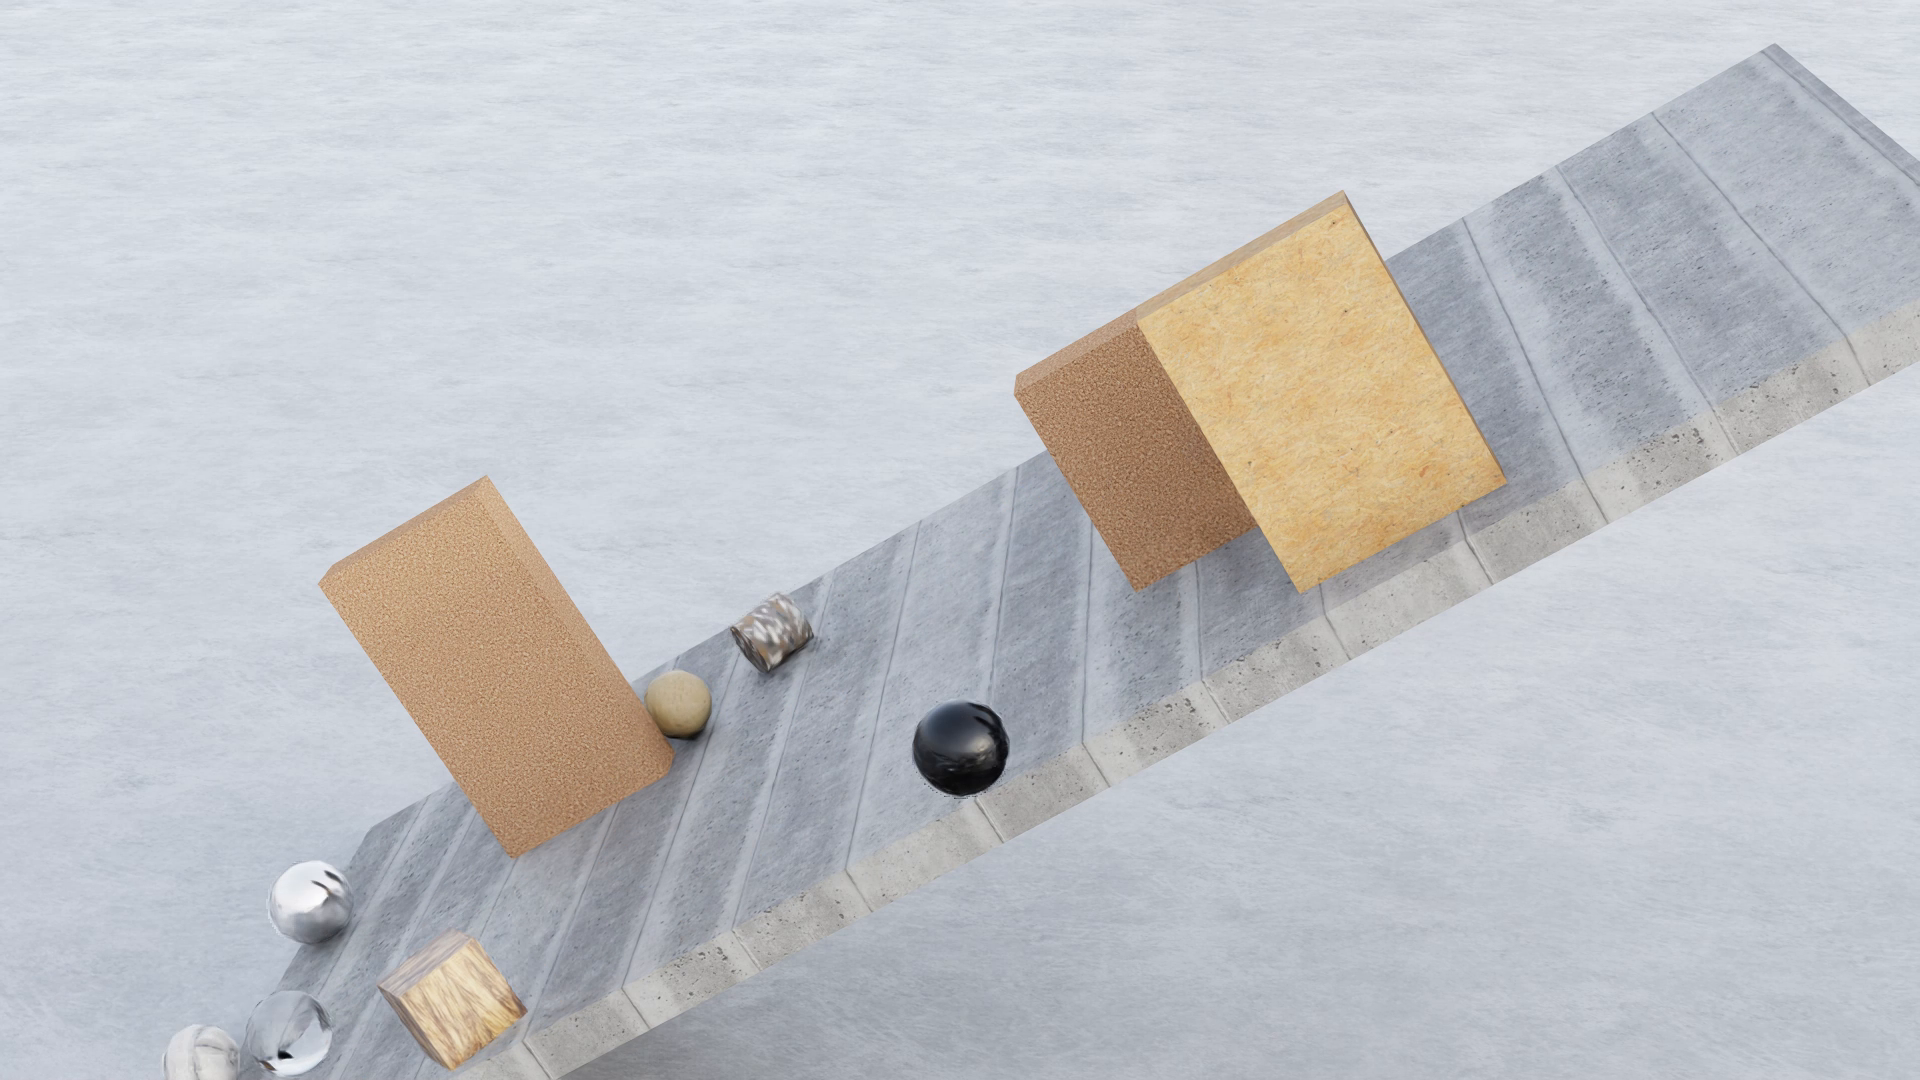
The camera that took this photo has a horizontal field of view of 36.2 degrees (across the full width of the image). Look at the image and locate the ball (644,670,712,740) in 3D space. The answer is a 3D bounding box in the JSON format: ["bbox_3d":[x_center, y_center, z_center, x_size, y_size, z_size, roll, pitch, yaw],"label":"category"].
[{"bbox_3d":[-0.645,0.377,6.718,0.157,0.157,0.157,0,19,0],"label":"ball"}]

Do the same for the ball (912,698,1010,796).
[{"bbox_3d":[0.002,0.376,5.350,0.178,0.178,0.178,0,19,0],"label":"ball"}]

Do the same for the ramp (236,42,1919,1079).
[{"bbox_3d":[0.142,0.168,6.287,4.000,0.100,2.000,-29,15,12],"label":"ramp"}]

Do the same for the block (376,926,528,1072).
[{"bbox_3d":[-0.988,0.889,5.710,0.182,0.182,0.182,-38,16,-20],"label":"block"}]

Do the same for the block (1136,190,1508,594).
[{"bbox_3d":[0.647,-0.262,5.273,0.422,0.590,0.111,-29,15,12],"label":"block"}]

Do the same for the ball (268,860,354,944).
[{"bbox_3d":[-1.525,0.851,6.914,0.195,0.195,0.195,0,19,0],"label":"ball"}]

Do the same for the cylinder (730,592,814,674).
[{"bbox_3d":[-0.438,0.216,6.855,0.137,0.137,0.137,-38,33,-19],"label":"cylinder"}]

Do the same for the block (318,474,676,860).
[{"bbox_3d":[-1.030,0.290,6.577,0.423,0.768,0.126,-29,15,12],"label":"block"}]

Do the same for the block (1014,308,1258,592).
[{"bbox_3d":[0.351,-0.179,5.841,0.280,0.476,0.141,-29,15,12],"label":"block"}]

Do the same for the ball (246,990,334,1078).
[{"bbox_3d":[-1.393,1.025,6.110,0.178,0.178,0.178,0,19,0],"label":"ball"}]

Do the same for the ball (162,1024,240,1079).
[{"bbox_3d":[-1.628,1.121,6.309,0.164,0.164,0.164,0,19,0],"label":"ball"}]
